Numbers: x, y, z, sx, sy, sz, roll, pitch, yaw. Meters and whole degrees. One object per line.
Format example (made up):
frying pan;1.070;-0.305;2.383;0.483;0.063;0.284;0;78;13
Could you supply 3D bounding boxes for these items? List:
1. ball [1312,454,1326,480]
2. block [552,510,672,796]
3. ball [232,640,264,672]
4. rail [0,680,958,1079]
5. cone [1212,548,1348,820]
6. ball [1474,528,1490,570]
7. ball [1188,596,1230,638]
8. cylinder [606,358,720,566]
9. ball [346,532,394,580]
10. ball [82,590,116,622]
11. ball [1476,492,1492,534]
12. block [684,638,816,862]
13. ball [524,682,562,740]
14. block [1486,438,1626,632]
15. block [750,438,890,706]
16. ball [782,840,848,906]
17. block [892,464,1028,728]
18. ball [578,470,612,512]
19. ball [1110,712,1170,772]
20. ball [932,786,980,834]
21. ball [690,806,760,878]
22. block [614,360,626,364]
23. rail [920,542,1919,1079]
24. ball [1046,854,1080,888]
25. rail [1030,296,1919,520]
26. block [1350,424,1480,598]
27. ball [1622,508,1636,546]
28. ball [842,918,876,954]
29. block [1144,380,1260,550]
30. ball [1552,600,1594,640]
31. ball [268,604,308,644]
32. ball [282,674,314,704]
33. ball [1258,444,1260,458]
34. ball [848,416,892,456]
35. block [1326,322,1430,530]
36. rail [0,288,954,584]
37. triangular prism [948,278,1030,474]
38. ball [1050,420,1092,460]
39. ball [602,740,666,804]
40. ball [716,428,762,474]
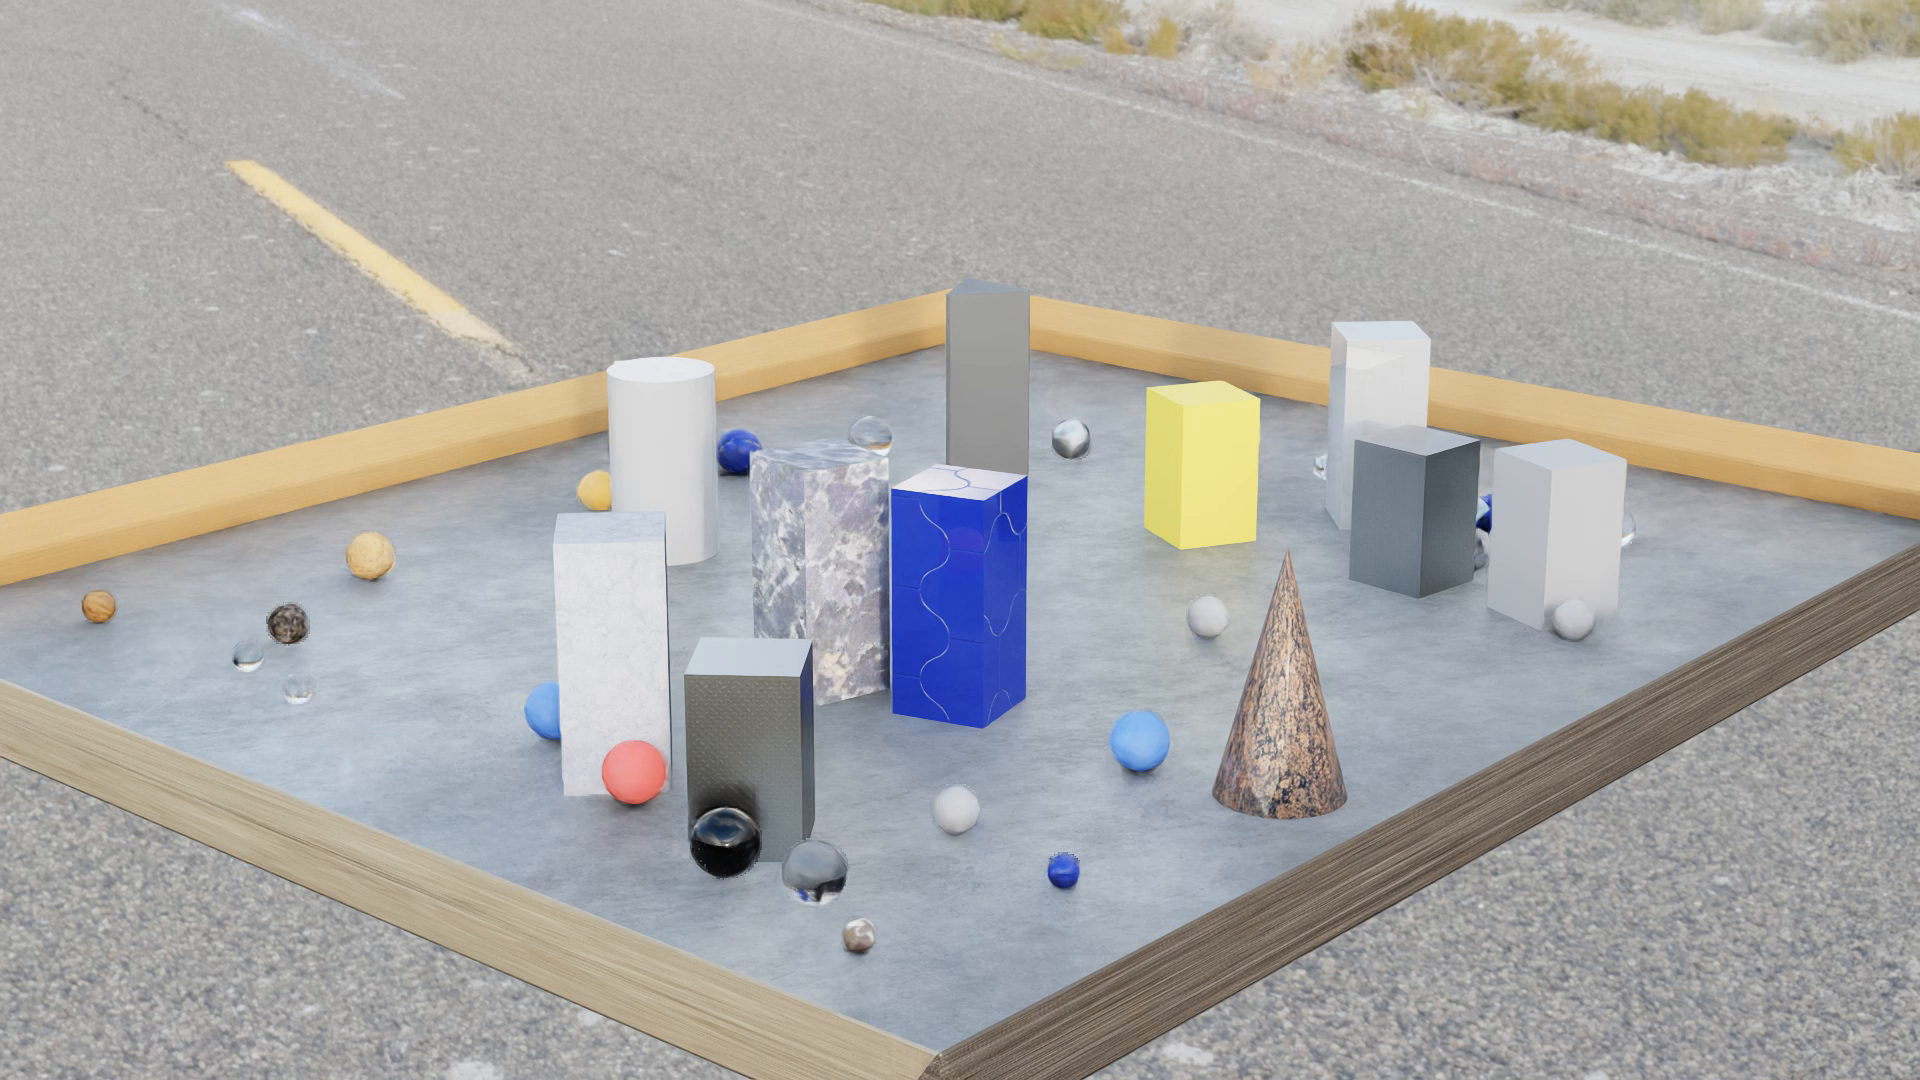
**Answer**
ball;0.728;-0.145;5.839;0.051;0.051;0.051;0;17;0
block;-0.501;0.163;4.251;0.156;0.379;0.156;-1;17;-5
ball;-1.151;0.188;4.738;0.051;0.051;0.051;0;17;0
rail;-0.996;0.363;4.022;2.621;0.127;0.045;14;22;39
cone;0.461;0.187;4.180;0.195;0.374;0.195;0;17;0
ball;0.921;0.016;5.253;0.075;0.075;0.075;0;17;0
ball;0.415;0.129;4.897;0.071;0.071;0.071;0;17;0
cylinder;-0.539;-0.145;5.337;0.195;0.341;0.195;0;17;0
ball;-1.048;0.028;5.209;0.085;0.085;0.085;0;17;0
ball;-1.462;0.113;4.978;0.056;0.056;0.056;0;17;0
ball;0.990;-0.040;5.413;0.097;0.097;0.097;0;17;0
block;-0.287;0.287;4.032;0.156;0.268;0.156;1;17;3
ball;-0.615;0.258;4.440;0.088;0.088;0.088;0;17;0
block;1.015;-0.010;4.995;0.156;0.282;0.156;-8;19;-25
block;-0.220;0.049;4.627;0.156;0.380;0.156;-12;20;-34
ball;-0.191;0.437;3.848;0.086;0.086;0.086;0;17;0
block;0.000;0.085;4.537;0.156;0.363;0.156;8;19;25
ball;-0.693;-0.094;5.625;0.078;0.078;0.078;0;17;0
ball;0.265;0.296;4.313;0.089;0.089;0.089;0;17;0
ball;-0.006;0.376;4.086;0.067;0.067;0.067;0;17;0
ball;-0.316;0.406;3.939;0.095;0.095;0.095;0;17;0
block;-0.591;-0.212;5.720;0.156;0.249;0.156;-2;17;-7
rail;0.972;0.275;4.312;0.045;0.127;3.085;14;22;39
ball;0.138;0.442;3.906;0.045;0.045;0.045;0;17;0
rail;0.996;-0.300;6.218;2.621;0.127;0.045;14;22;39
block;0.802;-0.053;5.176;0.156;0.258;0.156;-15;23;-42
ball;1.201;-0.024;5.390;0.080;0.080;0.080;0;17;0
ball;-0.127;0.501;3.712;0.044;0.044;0.044;0;17;0
block;0.448;-0.141;5.447;0.156;0.271;0.156;-7;18;-21
ball;1.023;0.133;4.889;0.068;0.068;0.068;0;17;0
ball;-1.115;0.139;4.870;0.066;0.066;0.066;0;17;0
ball;-1.037;0.233;4.590;0.049;0.049;0.049;0;17;0
ball;0.567;-0.181;5.914;0.077;0.077;0.077;0;17;0
ball;-0.182;-0.205;5.970;0.092;0.092;0.092;0;17;0
block;0.787;-0.217;5.537;0.156;0.364;0.156;-1;17;-3
rail;-0.972;-0.212;5.928;0.045;0.127;3.085;14;22;39
triangular prism;0.036;-0.326;5.877;0.169;0.376;0.146;-5;17;-15
ball;0.227;-0.206;5.989;0.082;0.082;0.082;0;17;0
ball;-0.465;0.330;4.176;0.091;0.091;0.091;0;17;0
ball;-0.444;-0.179;5.880;0.092;0.092;0.092;0;17;0
